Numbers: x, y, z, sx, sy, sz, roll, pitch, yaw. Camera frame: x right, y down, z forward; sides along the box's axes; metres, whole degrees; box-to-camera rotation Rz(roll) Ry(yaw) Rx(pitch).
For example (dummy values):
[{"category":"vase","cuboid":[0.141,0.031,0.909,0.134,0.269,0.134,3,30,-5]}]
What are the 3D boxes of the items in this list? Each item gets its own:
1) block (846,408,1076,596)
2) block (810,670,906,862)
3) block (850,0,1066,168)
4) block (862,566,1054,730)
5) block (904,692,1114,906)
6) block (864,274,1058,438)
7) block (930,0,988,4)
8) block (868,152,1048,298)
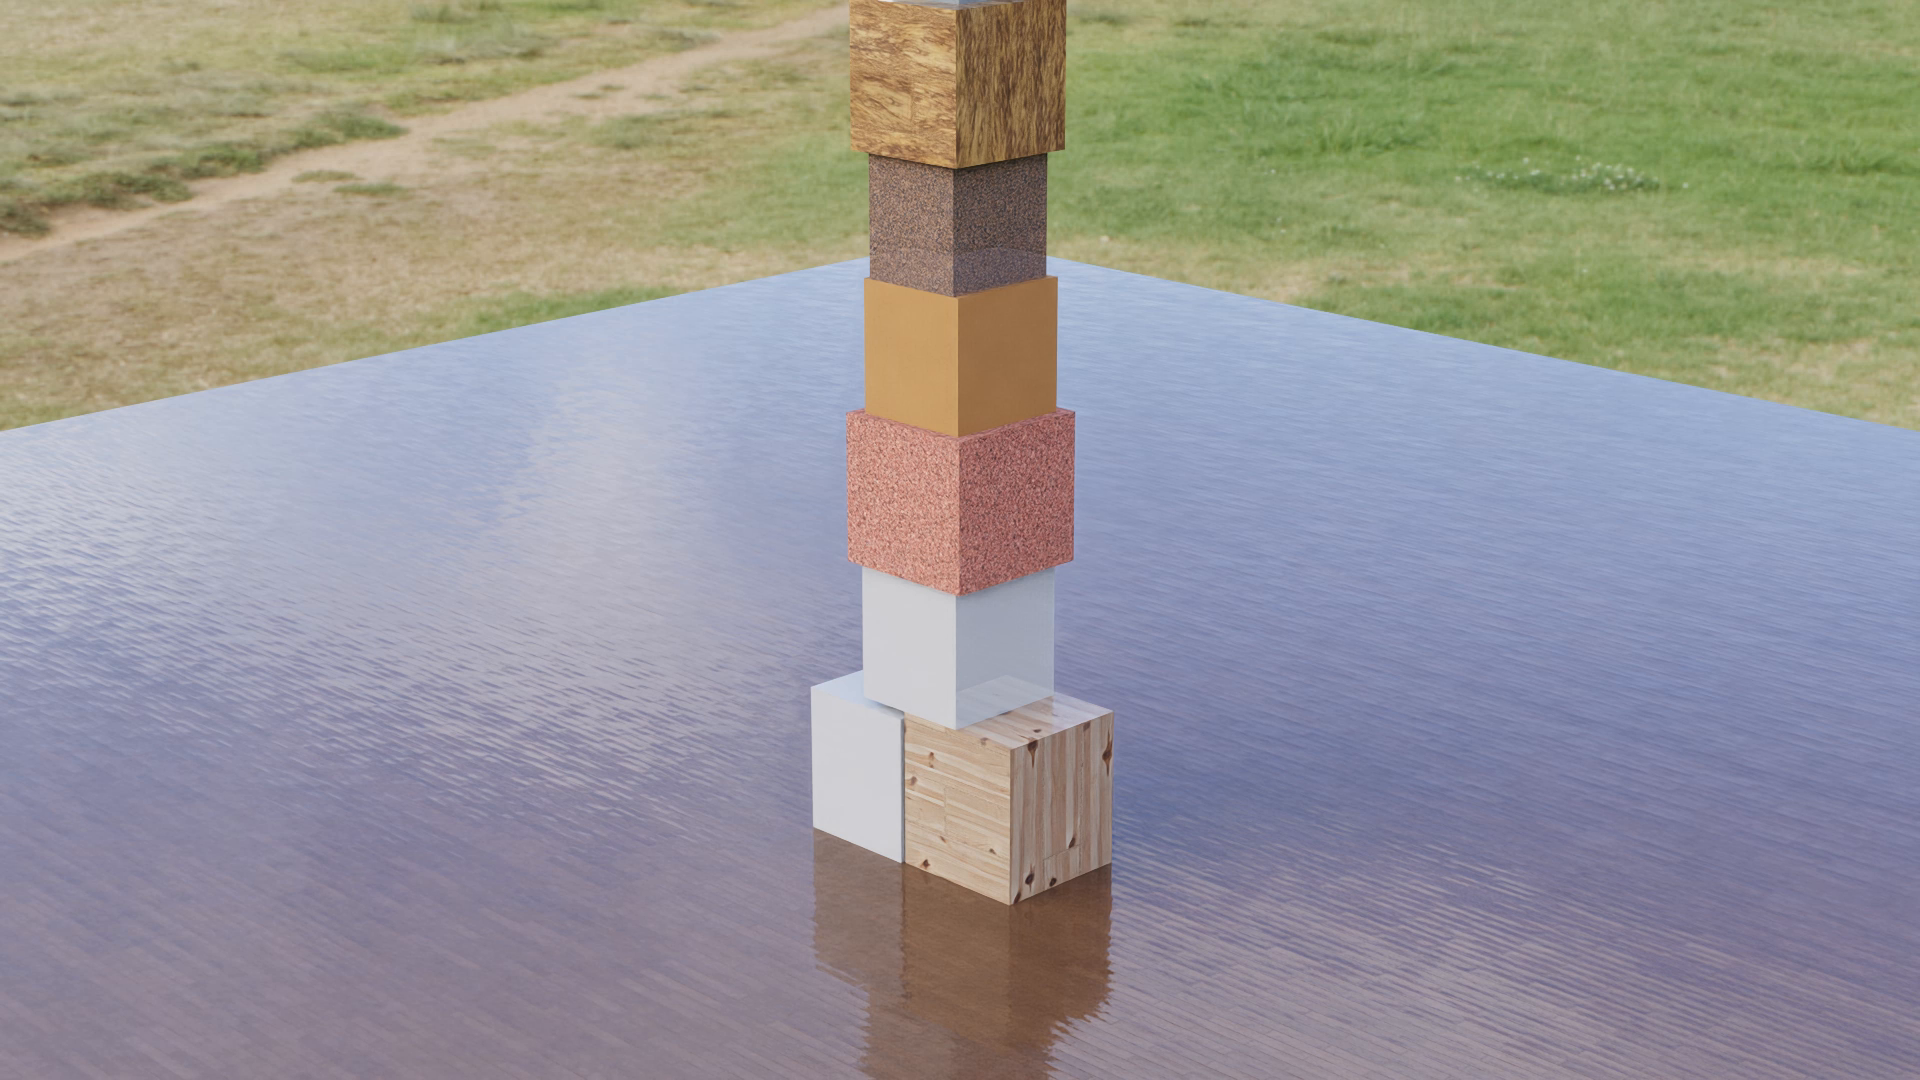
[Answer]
[{"category":"block","cuboid":[0.004,-0.240,13.270,0.737,0.702,0.717,-17,24,-42]},{"category":"block","cuboid":[-0.242,1.020,13.913,0.690,0.710,0.606,-17,24,-42]},{"category":"block","cuboid":[-0.009,-2.020,12.698,0.673,0.663,0.648,-17,24,-42]},{"category":"block","cuboid":[-0.006,0.409,13.464,0.639,0.652,0.604,-17,24,-42]},{"category":"block","cuboid":[0.225,1.138,13.479,0.680,0.747,0.671,-17,24,-42]},{"category":"block","cuboid":[0.005,-0.869,13.073,0.626,0.616,0.588,-17,24,-42]},{"category":"block","cuboid":[0.004,-2.552,12.544,0.427,0.446,0.405,-17,24,-42]},{"category":"block","cuboid":[-0.008,-1.431,12.884,0.581,0.571,0.523,-17,24,-42]}]
